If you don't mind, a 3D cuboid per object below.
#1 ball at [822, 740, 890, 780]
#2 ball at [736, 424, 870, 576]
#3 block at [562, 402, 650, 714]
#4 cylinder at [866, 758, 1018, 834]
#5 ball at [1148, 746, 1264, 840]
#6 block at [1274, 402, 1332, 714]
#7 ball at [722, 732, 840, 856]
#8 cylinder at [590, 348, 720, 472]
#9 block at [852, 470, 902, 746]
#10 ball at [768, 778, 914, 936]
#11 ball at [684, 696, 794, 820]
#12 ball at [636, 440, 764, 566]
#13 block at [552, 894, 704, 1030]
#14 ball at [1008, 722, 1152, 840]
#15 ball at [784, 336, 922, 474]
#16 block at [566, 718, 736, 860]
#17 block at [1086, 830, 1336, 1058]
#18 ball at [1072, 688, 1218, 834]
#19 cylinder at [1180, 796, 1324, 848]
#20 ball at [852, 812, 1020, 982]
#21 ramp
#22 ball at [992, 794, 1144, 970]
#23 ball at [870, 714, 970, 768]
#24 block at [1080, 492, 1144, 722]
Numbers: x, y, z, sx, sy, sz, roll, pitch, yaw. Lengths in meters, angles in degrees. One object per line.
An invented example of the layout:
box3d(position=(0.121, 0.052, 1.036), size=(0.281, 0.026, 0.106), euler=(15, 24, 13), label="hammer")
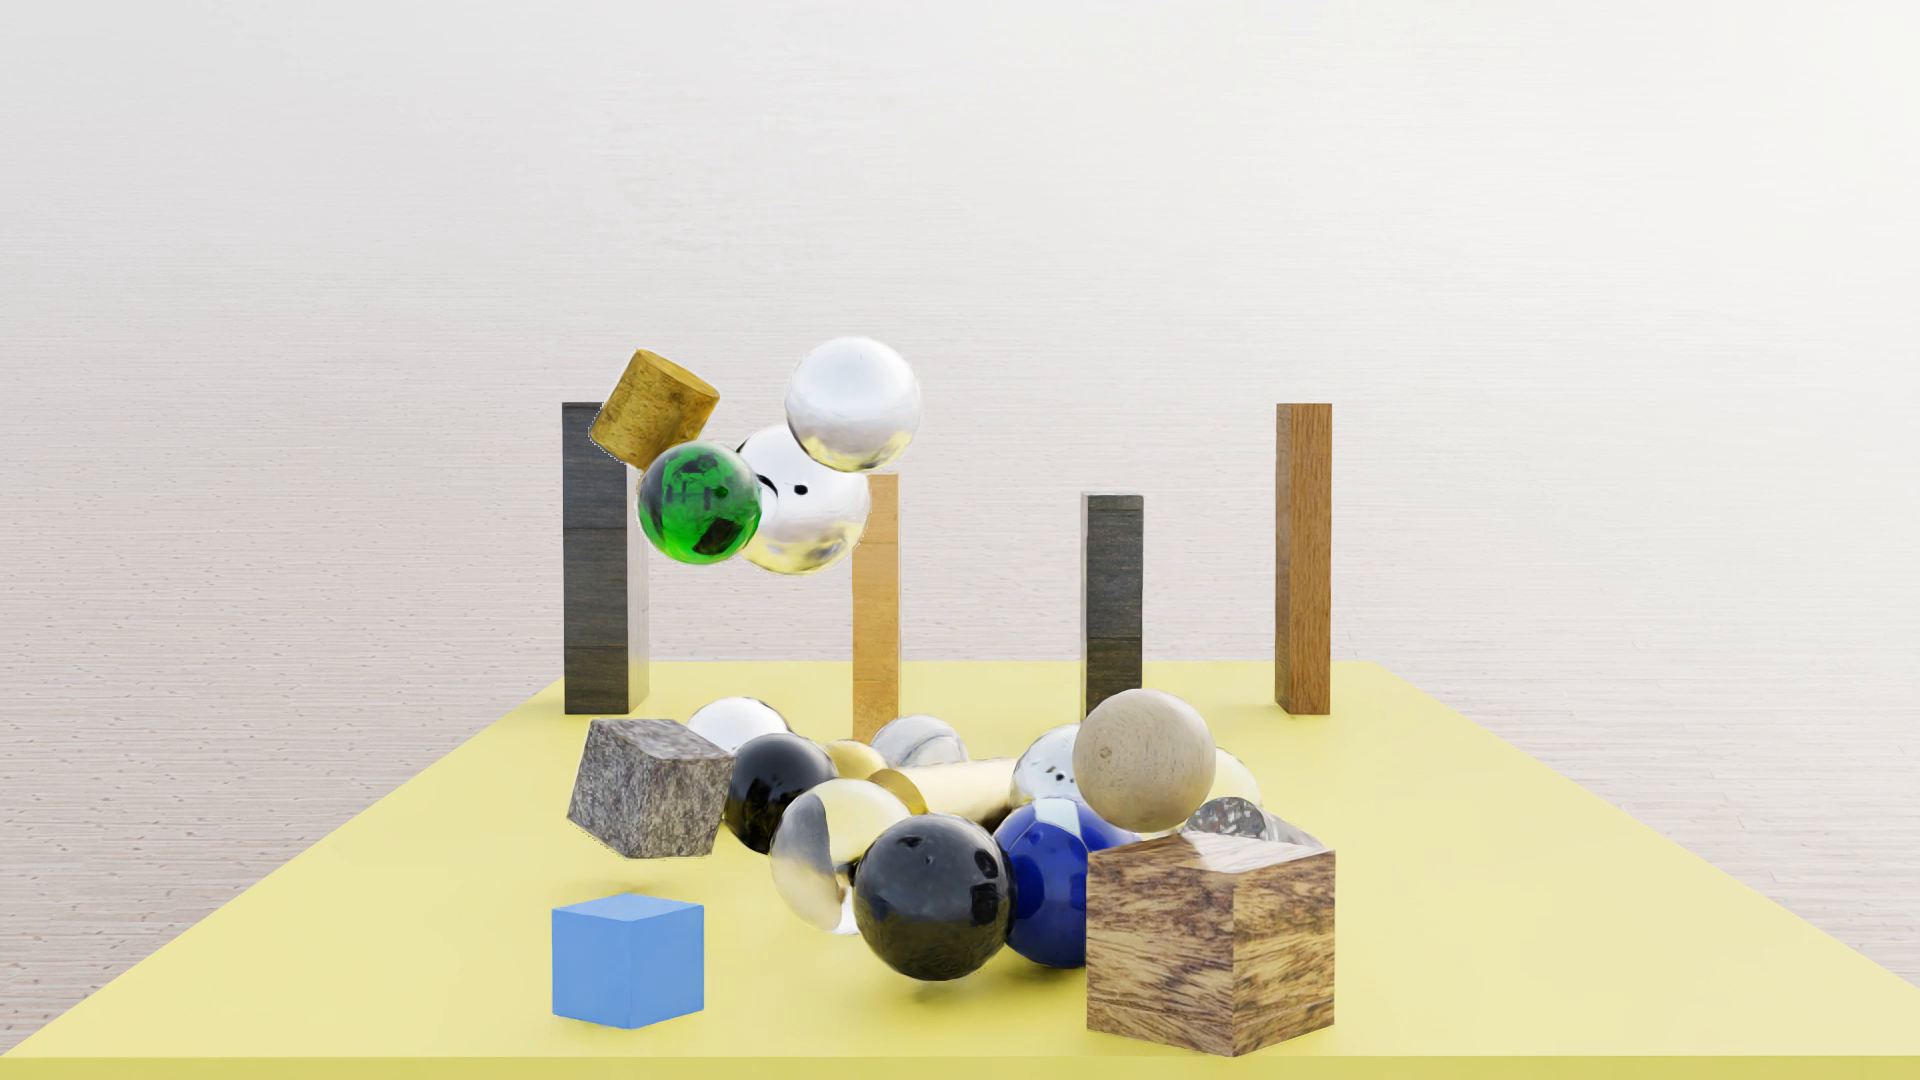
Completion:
box3d(position=(-0.171, 0.370, 3.832), size=(0.146, 0.146, 0.146), euler=(0, 22, 0), label="ball")
box3d(position=(-0.180, -0.044, 2.776), size=(0.165, 0.165, 0.165), euler=(0, 22, 0), label="ball")
box3d(position=(-0.763, 0.030, 5.556), size=(0.135, 0.654, 0.364), euler=(0, 3, 0), label="block")
box3d(position=(-0.009, 0.377, 3.269), size=(0.189, 0.189, 0.189), euler=(-2, 19, -37), label="cylinder")
box3d(position=(0.304, 0.365, 3.416), size=(0.198, 0.198, 0.198), euler=(0, 22, 0), label="ball")
box3d(position=(0.731, 0.034, 5.485), size=(0.086, 0.651, 0.248), euler=(0, 3, 0), label="block")
box3d(position=(-0.257, 0.363, 3.675), size=(0.178, 0.178, 0.178), euler=(0, 22, 0), label="ball")
box3d(position=(-0.346, -0.143, 2.922), size=(0.109, 0.109, 0.109), euler=(30, 8, -5), label="cylinder")
box3d(position=(-0.154, 0.134, 4.807), size=(0.084, 0.522, 0.295), euler=(0, 3, 0), label="block")
box3d(position=(-0.137, 0.384, 3.119), size=(0.190, 0.190, 0.190), euler=(0, 22, 0), label="ball")
box3d(position=(-0.345, 0.339, 3.982), size=(0.195, 0.195, 0.195), euler=(0, 22, 0), label="ball")
box3d(position=(-0.269, -0.039, 2.659), size=(0.130, 0.130, 0.130), euler=(0, 22, 0), label="ball")
box3d(position=(-0.350, 0.443, 2.717), size=(0.112, 0.112, 0.112), euler=(2, 4, 36), label="block")
box3d(position=(0.152, 0.319, 3.164), size=(0.187, 0.187, 0.187), euler=(0, 22, 0), label="ball")
box3d(position=(-0.102, -0.129, 2.458), size=(0.131, 0.131, 0.131), euler=(0, 22, 0), label="ball")
box3d(position=(-0.410, 0.329, 3.421), size=(0.141, 0.141, 0.141), euler=(25, 14, 41), label="block")
box3d(position=(0.259, 0.411, 2.650), size=(0.182, 0.182, 0.182), euler=(2, 4, 41), label="block")
box3d(position=(0.200, 0.239, 2.788), size=(0.157, 0.157, 0.157), euler=(0, 22, 0), label="ball")
box3d(position=(0.349, 0.391, 3.059), size=(0.137, 0.137, 0.137), euler=(31, -2, -41), label="cylinder")
box3d(position=(-0.027, 0.391, 2.816), size=(0.184, 0.184, 0.184), euler=(0, 22, 0), label="ball")
box3d(position=(0.051, 0.458, 4.533), size=(2.000, 0.100, 4.000), euler=(0, 3, 0), label="ramp")
box3d(position=(0.122, 0.389, 2.935), size=(0.199, 0.199, 0.199), euler=(0, 22, 0), label="ball")
box3d(position=(-0.066, 0.353, 3.994), size=(0.164, 0.164, 0.164), euler=(0, 22, 0), label="ball")
box3d(position=(0.301, 0.142, 5.134), size=(0.109, 0.471, 0.255), euler=(0, 3, 0), label="block")
